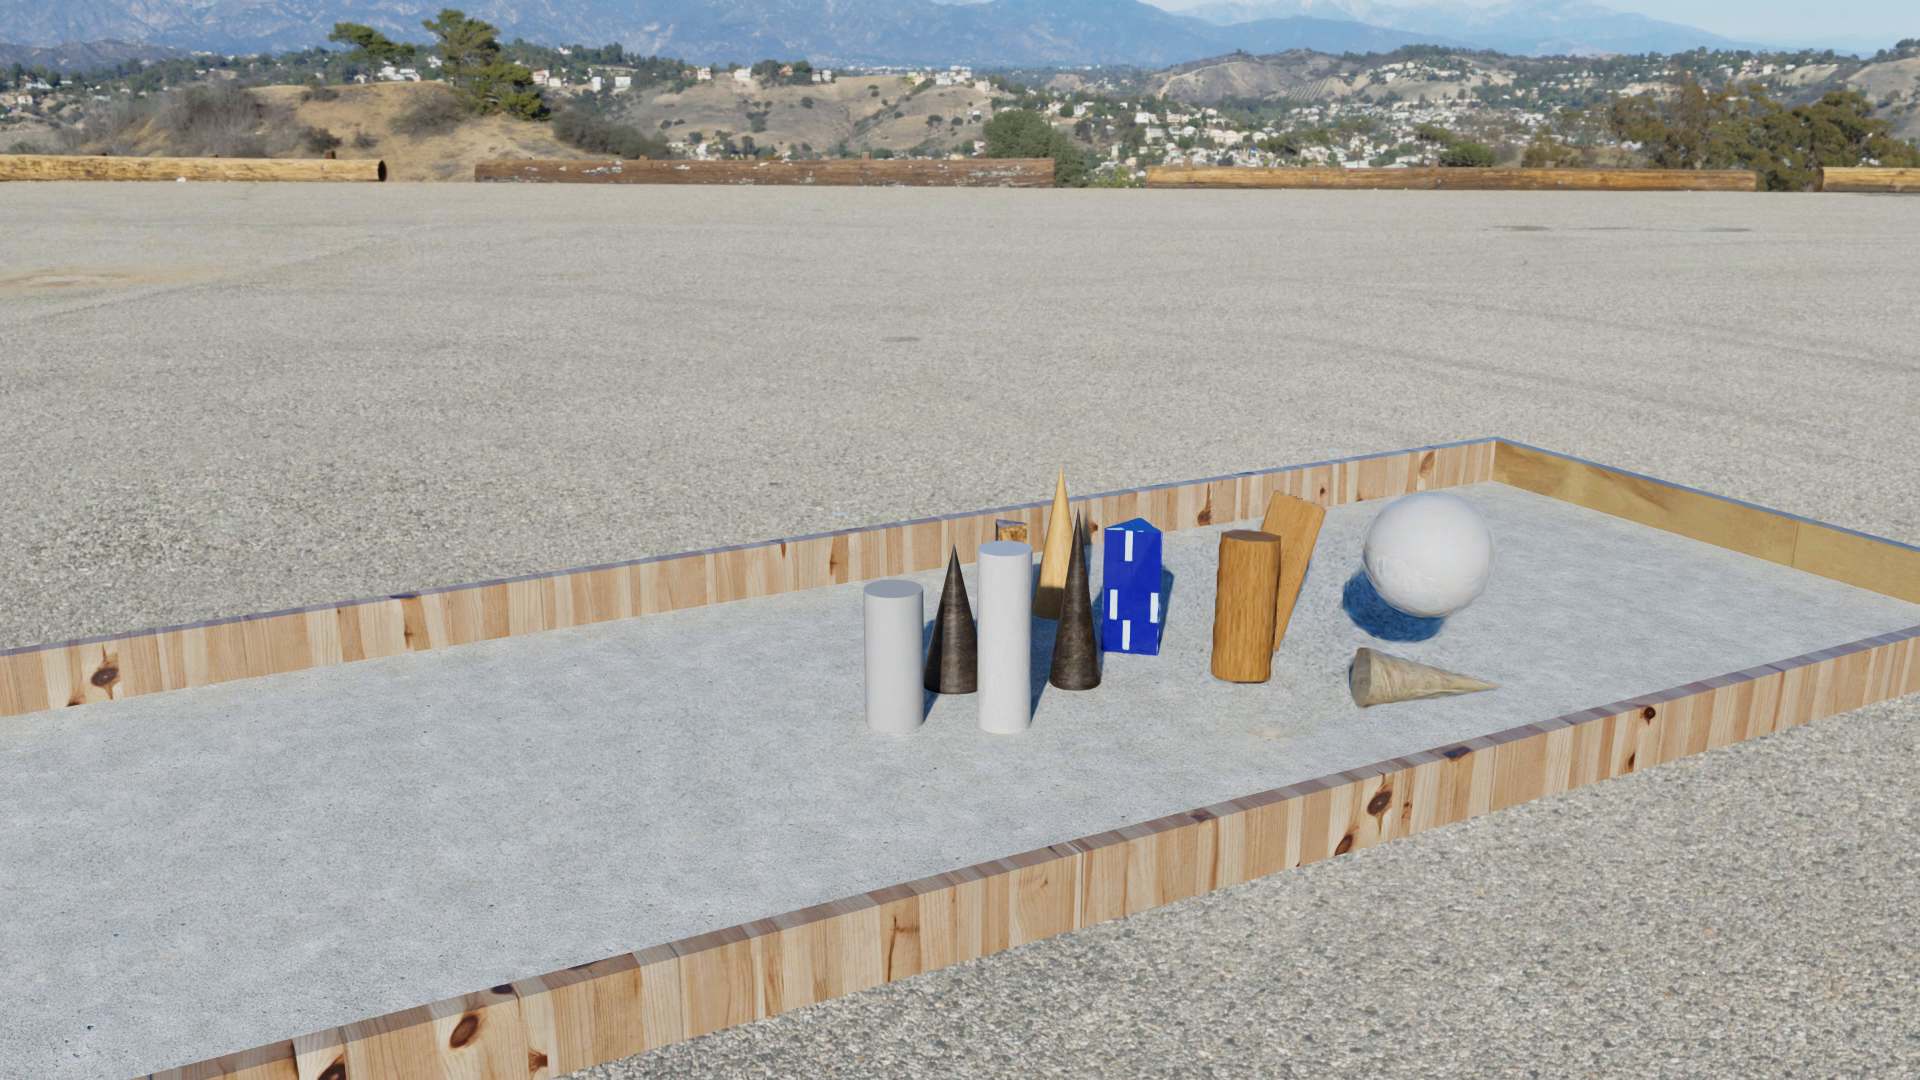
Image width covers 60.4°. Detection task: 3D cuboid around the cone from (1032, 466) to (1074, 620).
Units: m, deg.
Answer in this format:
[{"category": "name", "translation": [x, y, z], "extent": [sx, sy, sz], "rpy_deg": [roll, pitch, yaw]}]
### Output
[{"category": "cone", "translation": [0.280, -0.005, 4.611], "extent": [0.158, 0.430, 0.158], "rpy_deg": [0, 16, 0]}]

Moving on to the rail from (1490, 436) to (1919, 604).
[{"category": "rail", "translation": [2.466, -0.048, 5.253], "extent": [0.050, 0.150, 2.100], "rpy_deg": [-9, 18, -27]}]

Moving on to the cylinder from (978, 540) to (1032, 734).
[{"category": "cylinder", "translation": [0.103, 0.225, 3.824], "extent": [0.126, 0.430, 0.126], "rpy_deg": [0, 16, 0]}]

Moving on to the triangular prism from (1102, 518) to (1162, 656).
[{"category": "triangular prism", "translation": [0.462, 0.119, 4.355], "extent": [0.149, 0.335, 0.129], "rpy_deg": [4, 17, 14]}]

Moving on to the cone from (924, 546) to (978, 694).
[{"category": "cone", "translation": [-0.014, 0.181, 4.090], "extent": [0.172, 0.365, 0.172], "rpy_deg": [0, 16, 0]}]

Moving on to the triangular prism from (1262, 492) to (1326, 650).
[{"category": "triangular prism", "translation": [0.834, 0.080, 4.383], "extent": [0.143, 0.392, 0.124], "rpy_deg": [19, 4, 4]}]

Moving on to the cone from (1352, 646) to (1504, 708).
[{"category": "cone", "translation": [1.144, 0.344, 3.984], "extent": [0.357, 0.146, 0.146], "rpy_deg": [4, 16, -4]}]

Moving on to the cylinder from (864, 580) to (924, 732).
[{"category": "cylinder", "translation": [-0.154, 0.270, 3.852], "extent": [0.139, 0.329, 0.139], "rpy_deg": [0, 16, 0]}]

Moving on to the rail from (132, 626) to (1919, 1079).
[{"category": "rail", "translation": [-2.336, 1.006, 1.665], "extent": [12.000, 0.150, 0.050], "rpy_deg": [-9, 18, -27]}]

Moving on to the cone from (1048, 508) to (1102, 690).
[{"category": "cone", "translation": [0.289, 0.135, 4.083], "extent": [0.132, 0.457, 0.132], "rpy_deg": [0, 16, 0]}]

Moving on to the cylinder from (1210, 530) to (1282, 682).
[{"category": "cylinder", "translation": [0.716, 0.165, 4.138], "extent": [0.150, 0.357, 0.150], "rpy_deg": [2, 11, 0]}]

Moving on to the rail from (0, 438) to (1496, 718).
[{"category": "rail", "translation": [-3.305, 0.497, 3.399], "extent": [12.000, 0.150, 0.050], "rpy_deg": [-9, 18, -27]}]

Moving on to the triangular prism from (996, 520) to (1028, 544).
[{"category": "triangular prism", "translation": [0.117, 0.117, 4.353], "extent": [0.089, 0.340, 0.077], "rpy_deg": [-11, 19, -32]}]

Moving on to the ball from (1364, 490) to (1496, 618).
[{"category": "ball", "translation": [1.093, 0.033, 3.846], "extent": [0.297, 0.297, 0.297], "rpy_deg": [0, 16, 0]}]
